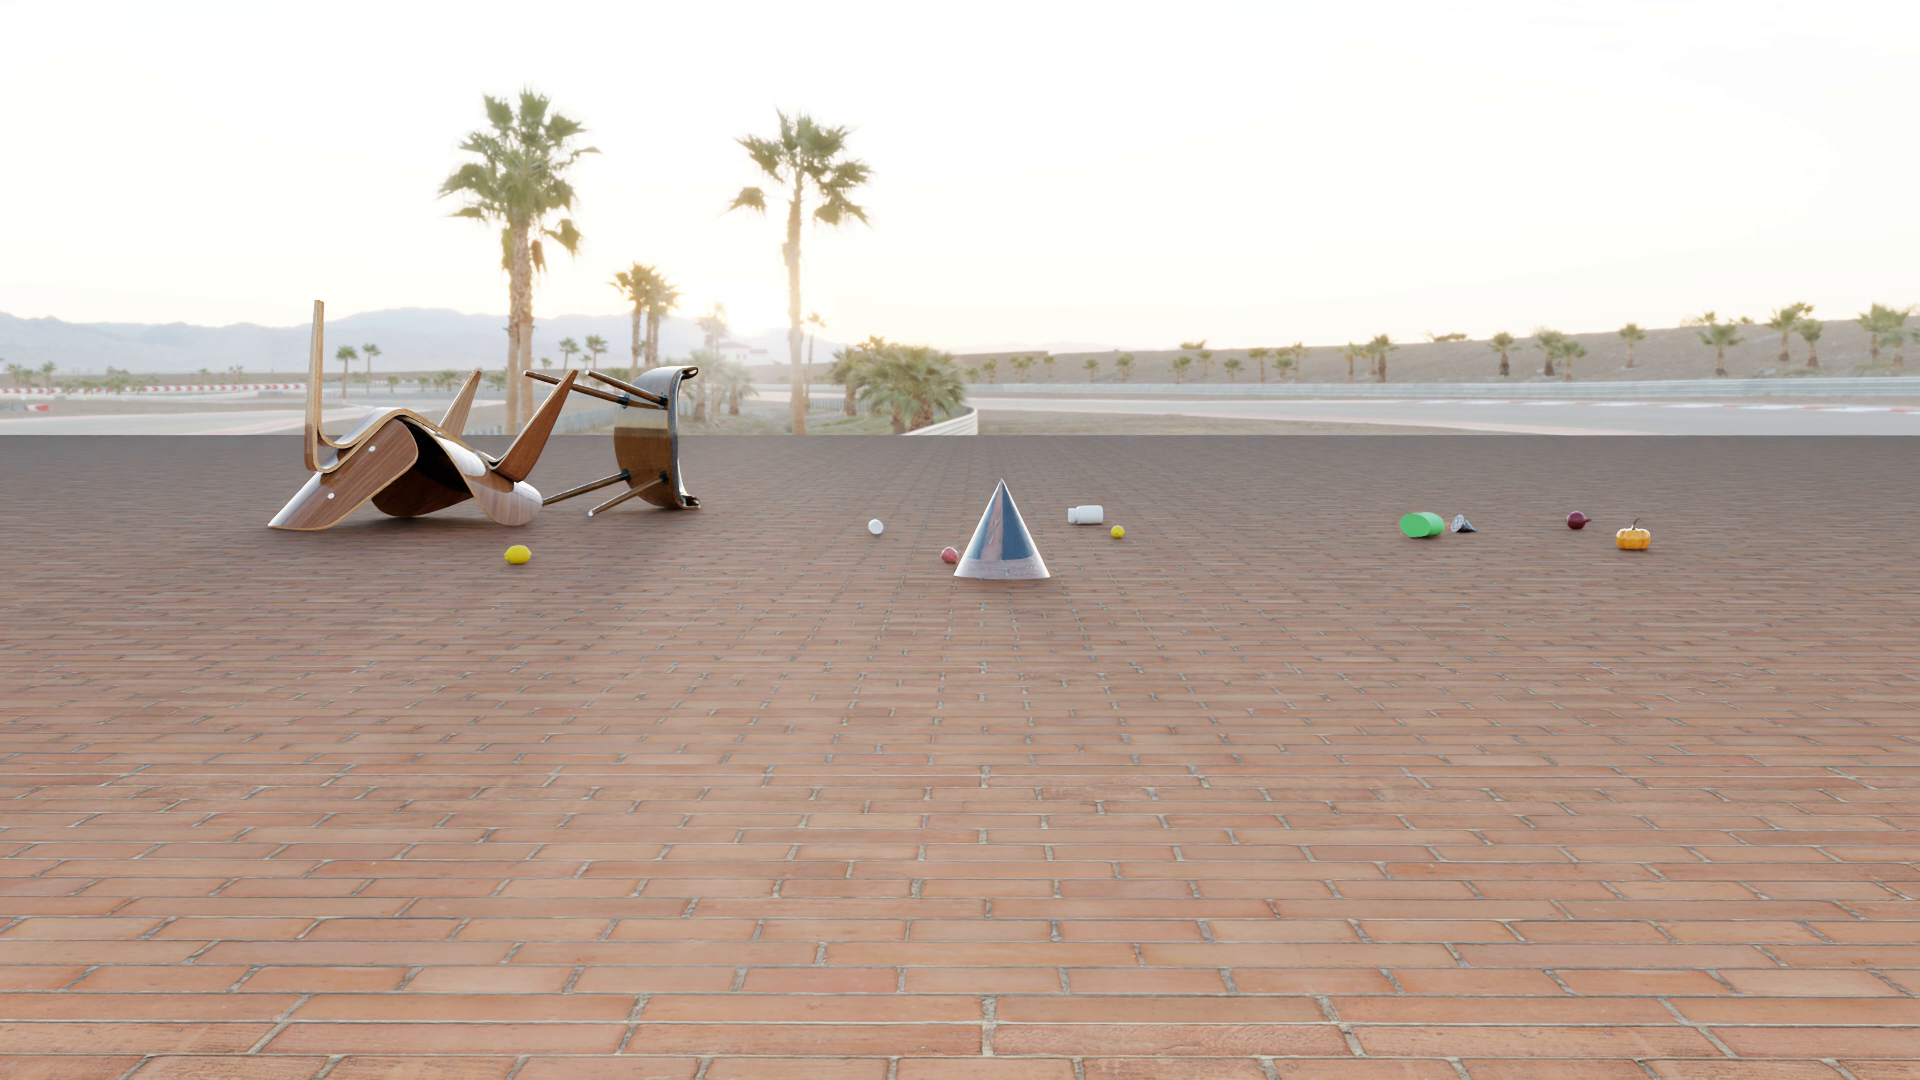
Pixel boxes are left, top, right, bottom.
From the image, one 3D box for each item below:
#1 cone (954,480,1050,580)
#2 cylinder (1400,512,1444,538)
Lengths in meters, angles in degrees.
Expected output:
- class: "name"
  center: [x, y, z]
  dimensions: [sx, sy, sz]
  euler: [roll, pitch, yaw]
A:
- class: "cone"
  center: [0.101, -0.032, 5.303]
  dimensions: [0.250, 0.235, 0.206]
  euler: [4, 5, 42]
- class: "cylinder"
  center: [1.405, -0.046, 6.688]
  dimensions: [0.105, 0.072, 0.087]
  euler: [14, 12, 39]
